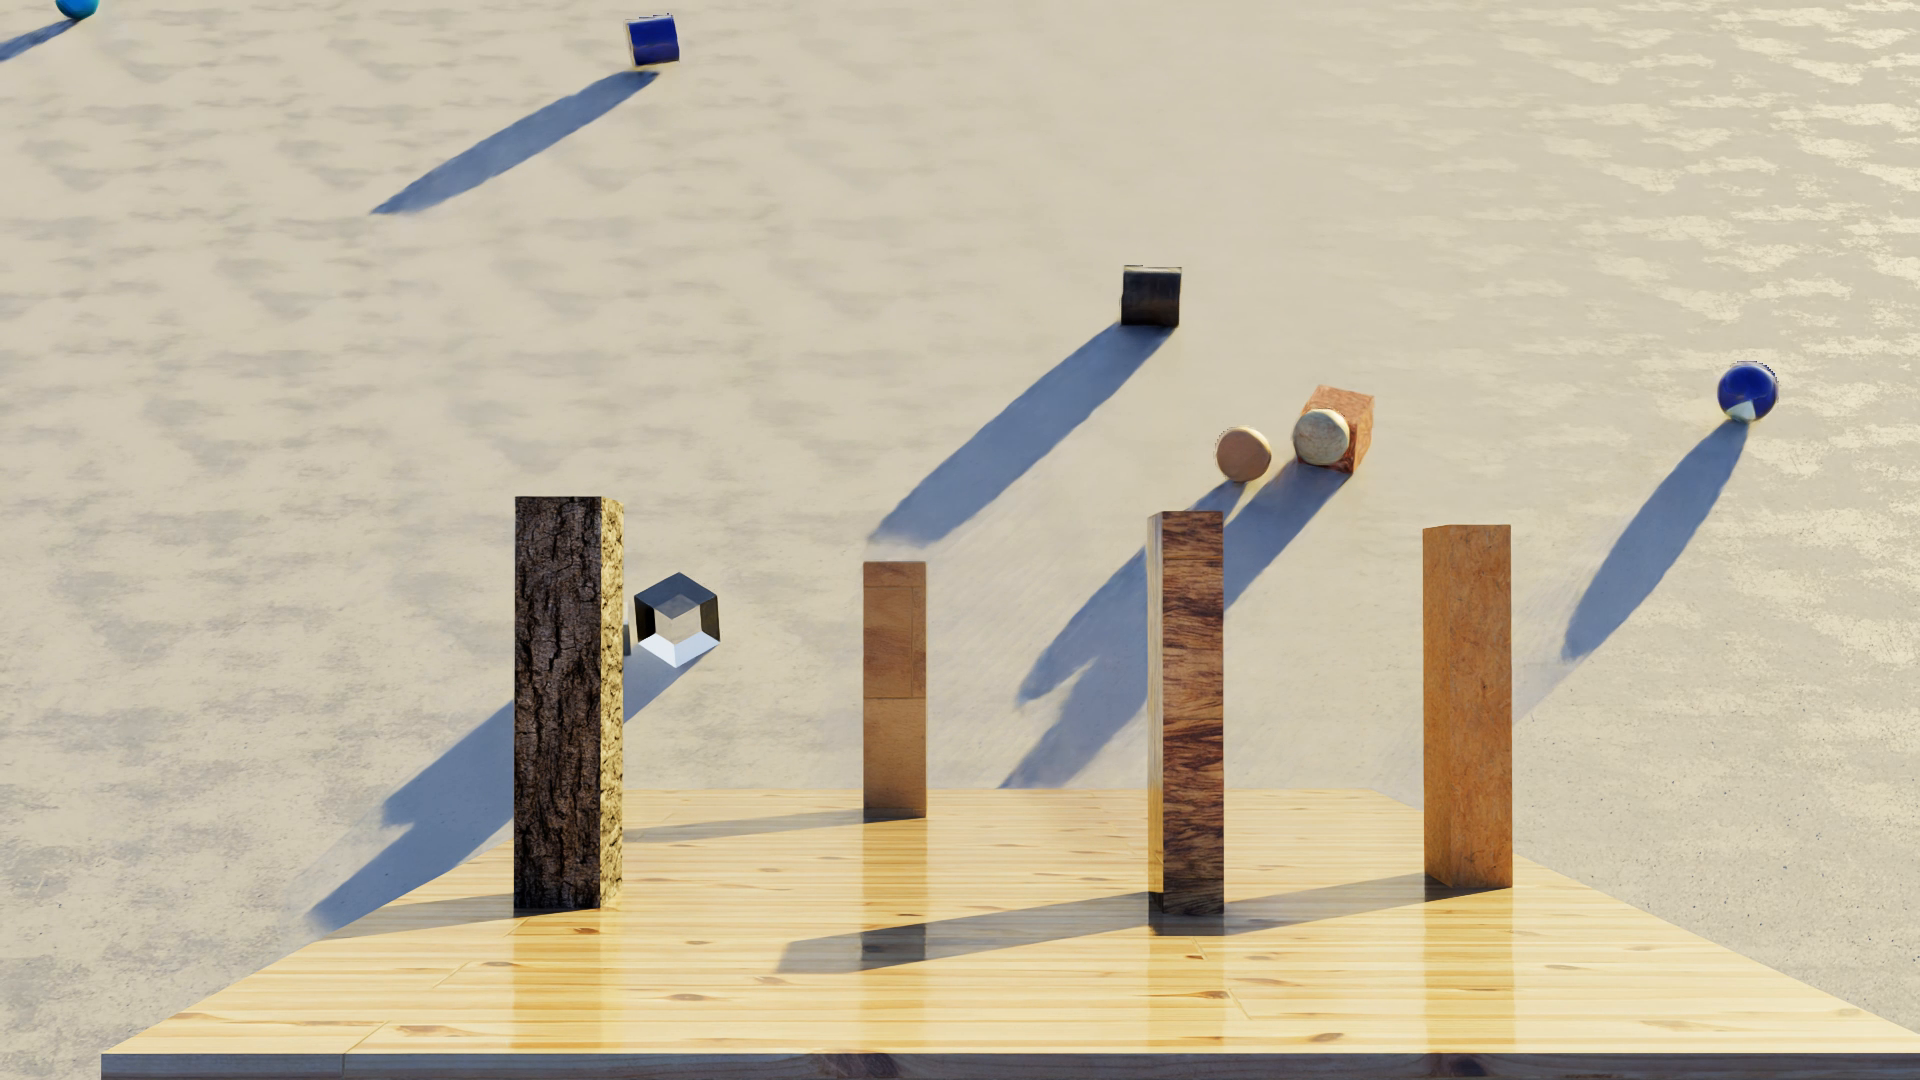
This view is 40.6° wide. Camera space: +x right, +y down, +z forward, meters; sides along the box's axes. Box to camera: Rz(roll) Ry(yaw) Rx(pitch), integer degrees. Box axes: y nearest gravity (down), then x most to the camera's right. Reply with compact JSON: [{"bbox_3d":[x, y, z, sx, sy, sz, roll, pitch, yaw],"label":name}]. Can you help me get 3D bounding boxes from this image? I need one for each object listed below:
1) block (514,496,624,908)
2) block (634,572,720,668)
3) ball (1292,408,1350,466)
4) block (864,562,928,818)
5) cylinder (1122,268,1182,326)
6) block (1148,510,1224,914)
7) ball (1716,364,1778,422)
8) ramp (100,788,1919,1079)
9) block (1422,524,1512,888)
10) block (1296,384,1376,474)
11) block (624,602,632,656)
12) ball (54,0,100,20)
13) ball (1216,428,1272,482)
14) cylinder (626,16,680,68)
[{"bbox_3d":[-0.641,0.261,4.269,0.138,0.656,0.269,0,-1,0],"label":"block"},{"bbox_3d":[-0.808,0.227,7.418,0.168,0.168,0.168,29,43,36],"label":"block"},{"bbox_3d":[1.124,-0.319,8.082,0.179,0.179,0.179,0,34,0],"label":"ball"},{"bbox_3d":[-0.148,0.343,6.022,0.142,0.579,0.283,0,-1,0],"label":"block"},{"bbox_3d":[0.662,-0.839,8.973,0.197,0.197,0.197,3,34,5],"label":"cylinder"},{"bbox_3d":[0.365,0.273,4.220,0.095,0.629,0.319,0,-1,0],"label":"block"},{"bbox_3d":[2.561,-0.478,8.443,0.193,0.193,0.193,0,34,0],"label":"ball"},{"bbox_3d":[0.075,0.652,4.791,2.000,0.100,4.000,0,-1,0],"label":"ramp"},{"bbox_3d":[0.890,0.286,4.562,0.105,0.619,0.258,0,-1,0],"label":"block"},{"bbox_3d":[1.197,-0.352,8.262,0.186,0.186,0.186,14,37,20],"label":"block"},{"bbox_3d":[-1.001,0.258,7.424,0.109,0.109,0.109,-4,34,-6],"label":"block"},{"bbox_3d":[-3.818,-2.346,11.220,0.188,0.188,0.188,0,34,0],"label":"ball"},{"bbox_3d":[0.891,-0.267,8.148,0.172,0.172,0.172,0,34,0],"label":"ball"},{"bbox_3d":[-1.279,-2.072,10.794,0.187,0.187,0.187,-10,35,-11],"label":"cylinder"}]
